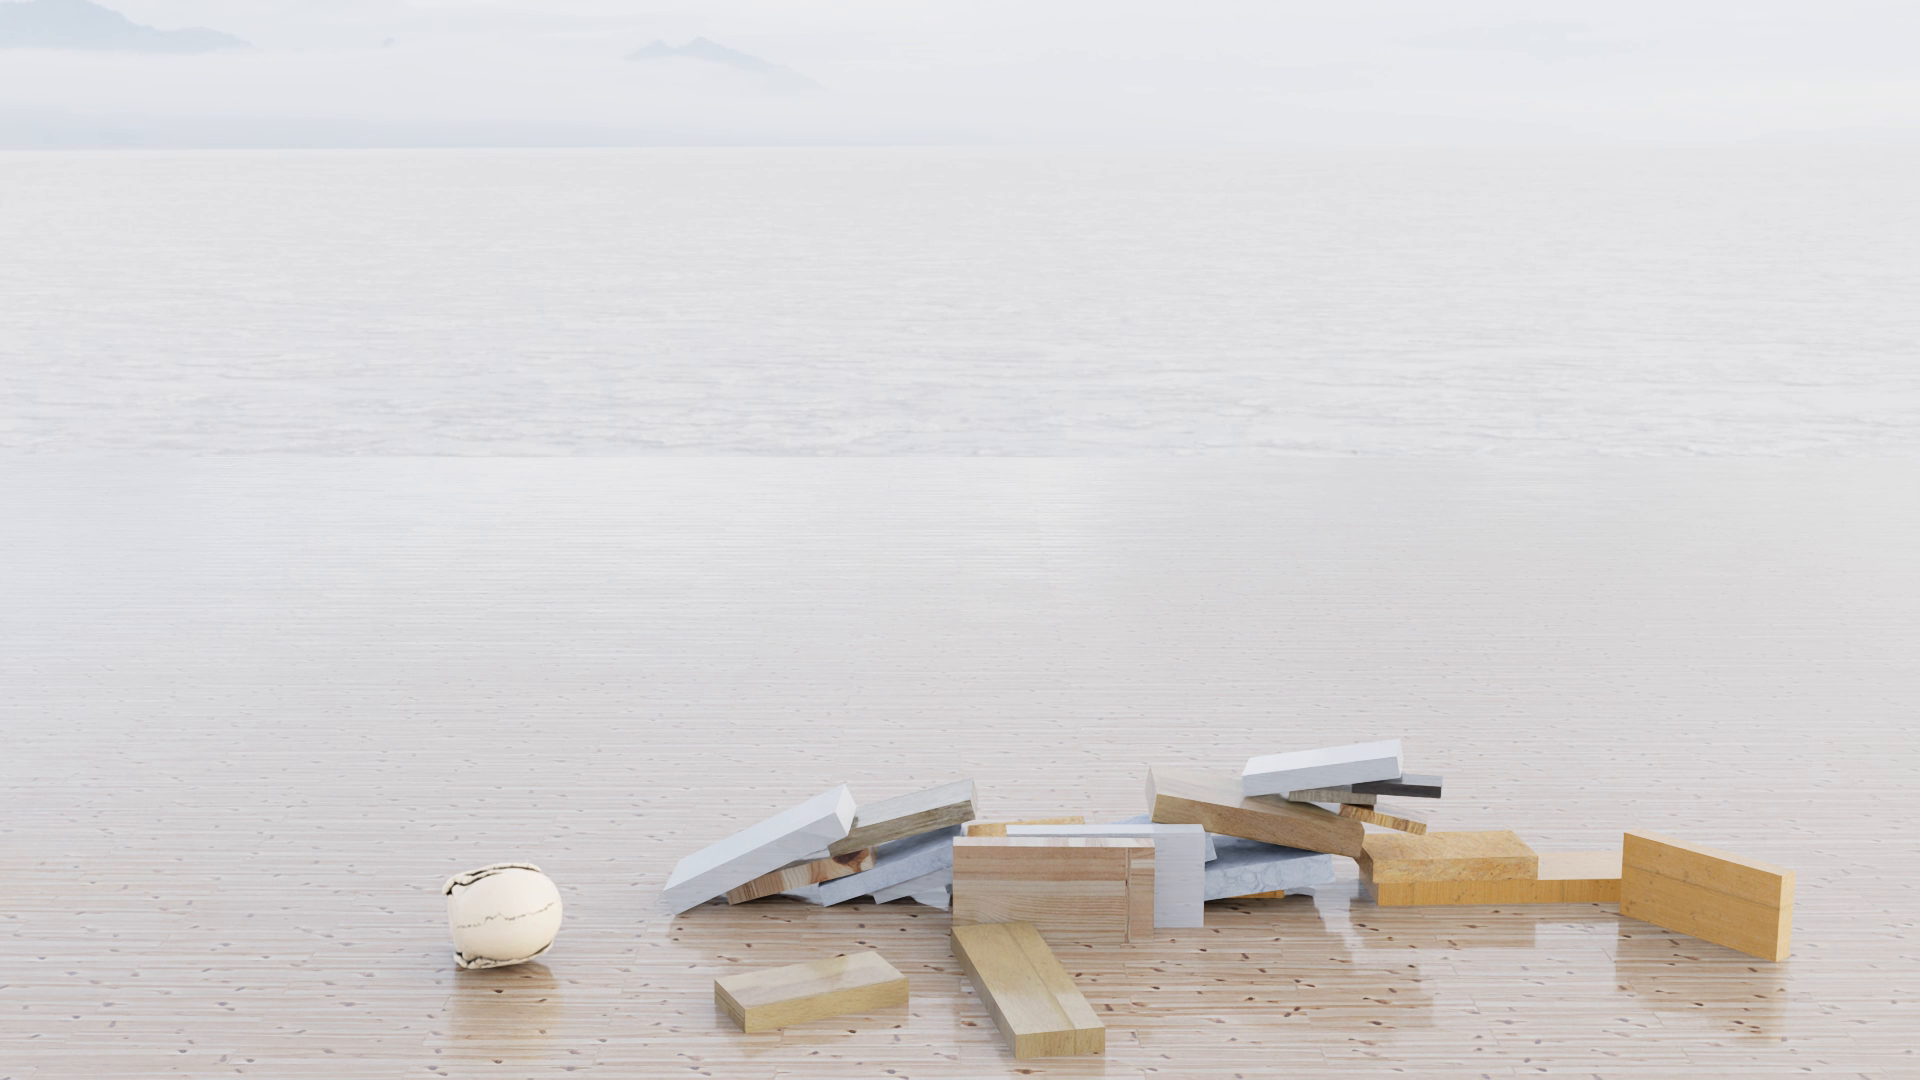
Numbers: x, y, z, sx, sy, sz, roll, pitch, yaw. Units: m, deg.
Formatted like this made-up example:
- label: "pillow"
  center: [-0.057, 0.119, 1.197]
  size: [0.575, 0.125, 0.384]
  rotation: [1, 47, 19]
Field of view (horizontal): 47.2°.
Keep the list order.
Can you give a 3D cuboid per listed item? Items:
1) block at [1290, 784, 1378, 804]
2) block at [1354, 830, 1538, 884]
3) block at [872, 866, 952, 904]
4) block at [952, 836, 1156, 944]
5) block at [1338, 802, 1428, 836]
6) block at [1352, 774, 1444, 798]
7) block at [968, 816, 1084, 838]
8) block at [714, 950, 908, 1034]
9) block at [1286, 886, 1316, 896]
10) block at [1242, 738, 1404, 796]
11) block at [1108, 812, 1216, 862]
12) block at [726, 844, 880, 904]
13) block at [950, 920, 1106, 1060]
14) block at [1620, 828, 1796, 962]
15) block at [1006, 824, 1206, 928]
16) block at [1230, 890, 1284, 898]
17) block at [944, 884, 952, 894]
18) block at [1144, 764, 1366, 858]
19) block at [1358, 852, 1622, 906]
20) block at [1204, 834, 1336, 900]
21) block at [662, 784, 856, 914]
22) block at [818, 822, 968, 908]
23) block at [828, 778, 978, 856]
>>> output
- label: "block"
  center: [0.618, 0.417, 3.645]
  size: [0.142, 0.020, 0.071]
  rotation: [1, 8, 10]
- label: "block"
  center: [0.808, 0.529, 3.677]
  size: [0.276, 0.039, 0.138]
  rotation: [-1, 11, -4]
- label: "block"
  center: [-0.045, 0.547, 3.638]
  size: [0.192, 0.027, 0.096]
  rotation: [-18, 9, 14]
- label: "block"
  center: [0.147, 0.550, 3.456]
  size: [0.314, 0.157, 0.044]
  rotation: [0, 11, 1]
- label: "block"
  center: [0.698, 0.453, 3.625]
  size: [0.142, 0.020, 0.071]
  rotation: [12, 11, 11]
- label: "block"
  center: [0.718, 0.401, 3.609]
  size: [0.142, 0.020, 0.071]
  rotation: [2, 9, 15]
- label: "block"
  center: [0.108, 0.488, 3.598]
  size: [0.192, 0.027, 0.096]
  rotation: [-5, 12, 4]
- label: "block"
  center: [-0.216, 0.657, 3.208]
  size: [0.254, 0.036, 0.127]
  rotation: [-5, 12, -26]
- label: "block"
  center: [0.543, 0.571, 3.667]
  size: [0.095, 0.013, 0.047]
  rotation: [11, 10, -1]
- label: "block"
  center: [0.602, 0.377, 3.645]
  size: [0.254, 0.036, 0.127]
  rotation: [-9, 6, 15]
- label: "block"
  center: [0.246, 0.523, 3.659]
  size: [0.342, 0.048, 0.171]
  rotation: [-15, 10, 3]
- label: "block"
  center: [-0.262, 0.541, 3.661]
  size: [0.248, 0.035, 0.124]
  rotation: [-15, 9, 4]
- label: "block"
  center: [0.093, 0.654, 3.227]
  size: [0.127, 0.036, 0.425]
  rotation: [-2, 11, -12]
- label: "block"
  center: [1.175, 0.557, 3.470]
  size: [0.039, 0.138, 0.276]
  rotation: [-9, 14, -39]
- label: "block"
  center: [0.231, 0.538, 3.520]
  size: [0.314, 0.157, 0.044]
  rotation: [0, 11, -1]
- label: "block"
  center: [0.490, 0.583, 3.670]
  size: [0.095, 0.013, 0.047]
  rotation: [0, 11, 0]
- label: "block"
  center: [0.067, 0.532, 3.659]
  size: [0.192, 0.027, 0.096]
  rotation: [-19, 10, 6]
- label: "block"
  center: [0.483, 0.447, 3.636]
  size: [0.342, 0.048, 0.171]
  rotation: [10, 10, -1]
- label: "block"
  center: [0.962, 0.566, 3.690]
  size: [0.559, 0.039, 0.138]
  rotation: [-1, 11, -3]
- label: "block"
  center: [0.437, 0.541, 3.655]
  size: [0.342, 0.048, 0.171]
  rotation: [-9, 10, 2]
- label: "block"
  center: [-0.327, 0.508, 3.623]
  size: [0.314, 0.044, 0.157]
  rotation: [-25, 8, 7]
- label: "block"
  center: [-0.108, 0.534, 3.650]
  size: [0.248, 0.035, 0.124]
  rotation: [-19, 9, 6]
- label: "block"
  center: [-0.095, 0.459, 3.651]
  size: [0.248, 0.035, 0.124]
  rotation: [-15, 9, 5]
